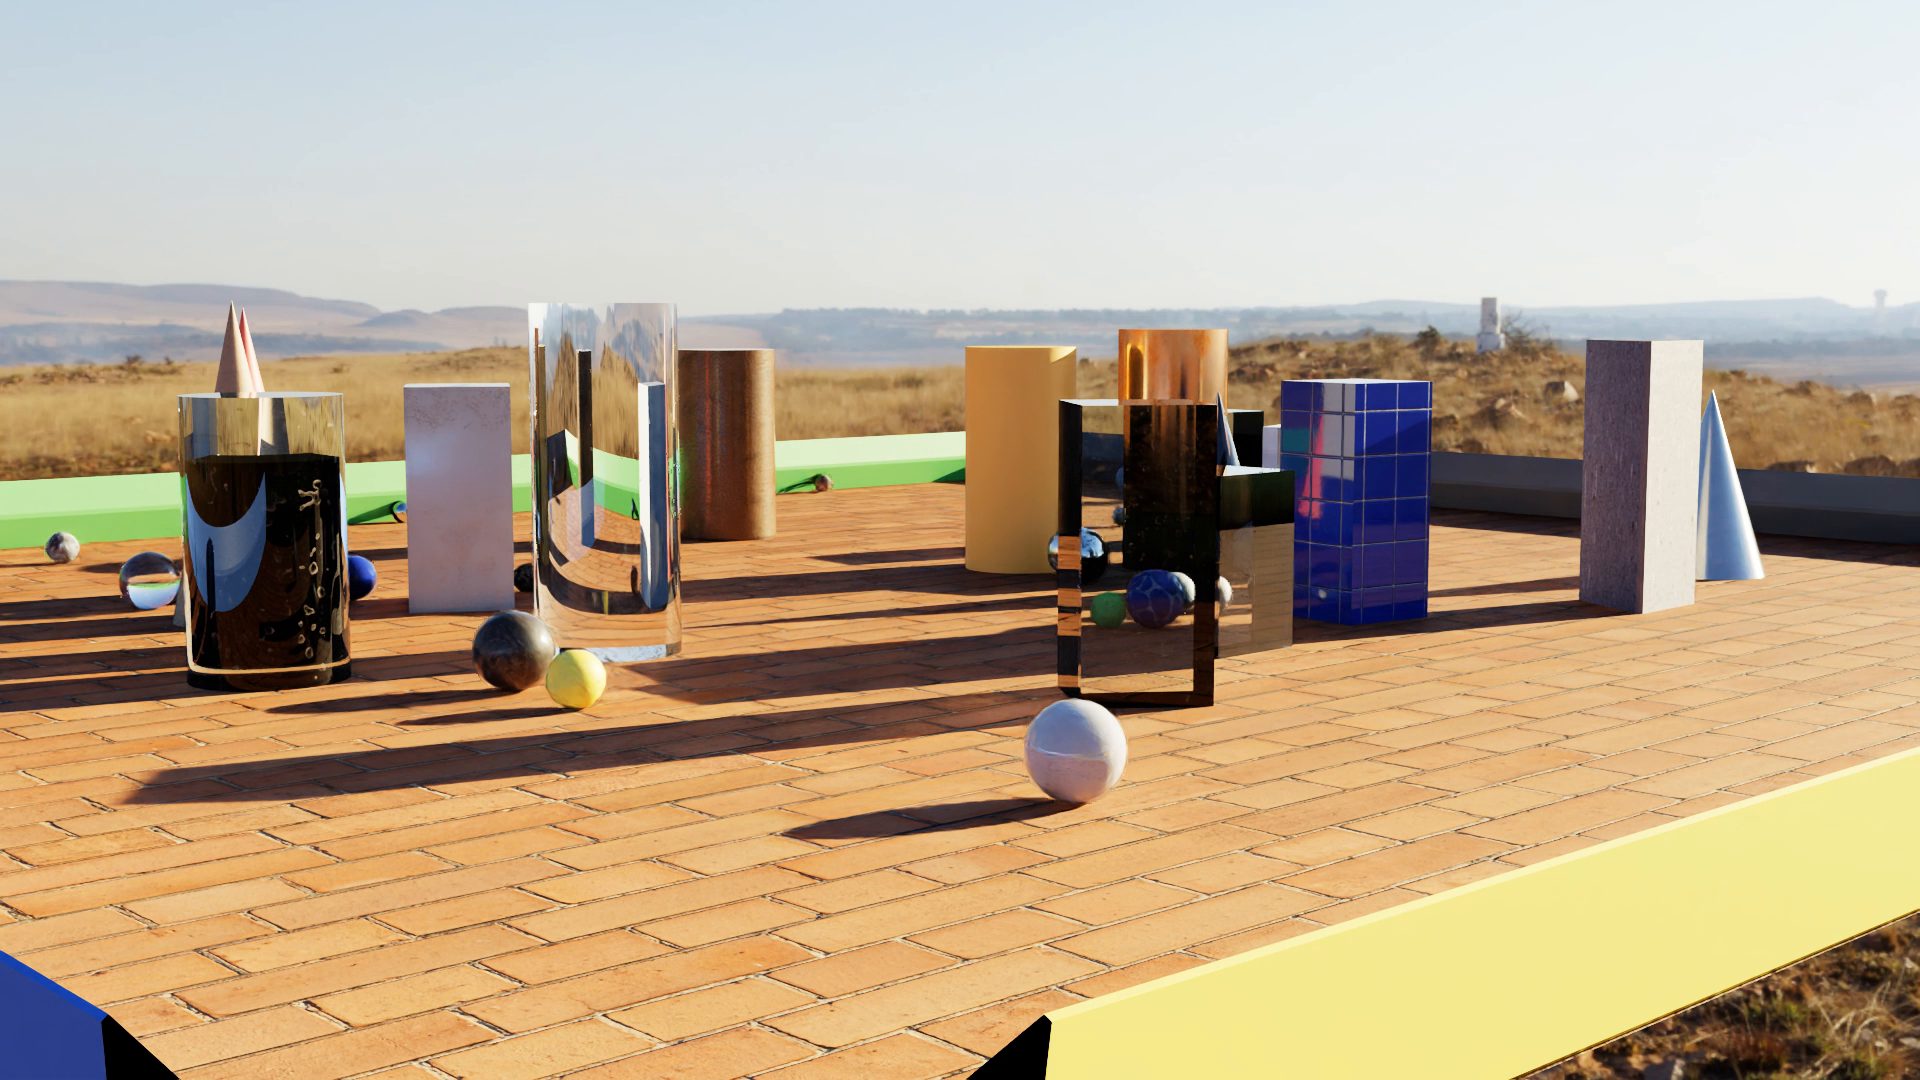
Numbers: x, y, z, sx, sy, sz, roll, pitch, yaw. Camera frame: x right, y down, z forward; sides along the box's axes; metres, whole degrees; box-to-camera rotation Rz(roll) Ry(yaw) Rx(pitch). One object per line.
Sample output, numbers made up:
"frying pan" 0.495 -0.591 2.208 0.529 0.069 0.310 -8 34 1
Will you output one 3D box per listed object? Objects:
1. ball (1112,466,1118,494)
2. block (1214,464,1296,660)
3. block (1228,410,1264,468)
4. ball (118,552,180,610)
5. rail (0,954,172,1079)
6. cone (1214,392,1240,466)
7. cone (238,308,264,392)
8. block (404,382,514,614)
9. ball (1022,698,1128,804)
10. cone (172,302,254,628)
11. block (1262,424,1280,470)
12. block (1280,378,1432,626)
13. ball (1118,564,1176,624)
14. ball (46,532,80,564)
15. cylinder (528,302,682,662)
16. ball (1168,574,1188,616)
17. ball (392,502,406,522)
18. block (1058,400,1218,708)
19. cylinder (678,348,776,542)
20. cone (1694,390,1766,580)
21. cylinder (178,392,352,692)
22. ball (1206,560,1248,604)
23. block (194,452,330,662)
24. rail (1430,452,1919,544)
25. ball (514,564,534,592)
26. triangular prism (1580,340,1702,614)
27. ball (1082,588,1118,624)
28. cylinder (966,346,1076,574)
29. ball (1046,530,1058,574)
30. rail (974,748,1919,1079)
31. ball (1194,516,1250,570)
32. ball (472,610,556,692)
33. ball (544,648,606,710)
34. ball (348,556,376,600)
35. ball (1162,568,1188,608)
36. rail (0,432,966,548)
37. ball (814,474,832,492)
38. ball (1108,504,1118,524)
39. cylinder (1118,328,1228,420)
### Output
"ball" 0.399 -0.141 5.124 0.094 0.094 0.094 0 6 0
"block" 0.331 0.024 2.890 0.151 0.233 0.151 -6 8 -43
"block" 0.478 -0.127 4.253 0.151 0.247 0.151 -5 8 -37
"ball" -1.199 0.060 3.253 0.086 0.086 0.086 0 6 0
"rail" -1.359 0.164 2.085 0.045 0.123 3.495 -6 8 -42
"cone" 0.405 -0.079 3.467 0.189 0.317 0.189 0 6 0
"cone" -1.106 -0.138 3.414 0.189 0.446 0.189 0 6 0
"block" -0.748 -0.067 3.289 0.151 0.330 0.151 -1 6 -12
"ball" 0.104 0.190 1.984 0.094 0.094 0.094 0 6 0
"cone" -1.028 -0.113 3.126 0.189 0.457 0.189 0 6 0
"block" 0.623 -0.079 3.831 0.151 0.240 0.151 3 7 27
"block" 0.570 -0.060 3.177 0.151 0.340 0.151 -4 7 -34
"ball" 0.264 0.076 3.111 0.083 0.083 0.083 0 6 0
"ball" -1.569 0.014 3.843 0.054 0.054 0.054 0 6 0
"cylinder" -0.457 -0.080 2.839 0.189 0.450 0.189 0 6 0
"ball" 0.297 0.080 3.177 0.063 0.063 0.063 0 6 0
"ball" -1.161 -0.058 4.574 0.044 0.044 0.044 0 6 0
"block" 0.200 0.012 2.513 0.151 0.338 0.151 -1 6 -7
"cylinder" -0.454 -0.188 4.278 0.189 0.364 0.189 0 6 0
"cone" 1.256 -0.098 3.686 0.189 0.310 0.189 0 6 0
"cylinder" -0.832 -0.003 2.634 0.189 0.341 0.189 0 6 0
"ball" 0.402 0.064 3.313 0.066 0.066 0.066 0 6 0
"block" -0.903 0.017 2.856 0.151 0.254 0.151 -1 6 -13
"rail" 1.359 -0.100 4.579 0.045 0.123 3.495 -6 8 -42
"ball" -0.680 0.059 3.451 0.045 0.045 0.045 0 6 0
"triangular prism" 0.999 -0.101 3.296 0.142 0.396 0.164 6 8 45
"ball" 0.199 0.092 3.108 0.052 0.052 0.052 0 6 0
"cylinder" 0.104 -0.141 3.769 0.189 0.378 0.189 0 6 0
"ball" 0.188 0.020 3.602 0.091 0.091 0.091 0 6 0
"rail" 1.169 0.165 2.072 3.746 0.123 0.045 -6 8 -42
"ball" 0.442 0.008 3.708 0.095 0.095 0.095 0 6 0
"ball" -0.519 0.129 2.559 0.094 0.094 0.094 0 6 0
"ball" -0.428 0.155 2.446 0.067 0.067 0.067 0 6 0
"ball" -0.925 0.058 3.354 0.069 0.069 0.069 0 6 0
"ball" 0.309 0.072 3.263 0.060 0.060 0.060 0 6 0
"rail" -1.169 -0.101 4.592 3.746 0.123 0.045 -6 8 -42
"ball" -0.333 -0.137 5.332 0.042 0.042 0.042 0 6 0
"ball" 0.326 -0.053 4.535 0.042 0.042 0.042 0 6 0
"cylinder" 0.369 -0.162 3.823 0.189 0.408 0.189 0 6 0
